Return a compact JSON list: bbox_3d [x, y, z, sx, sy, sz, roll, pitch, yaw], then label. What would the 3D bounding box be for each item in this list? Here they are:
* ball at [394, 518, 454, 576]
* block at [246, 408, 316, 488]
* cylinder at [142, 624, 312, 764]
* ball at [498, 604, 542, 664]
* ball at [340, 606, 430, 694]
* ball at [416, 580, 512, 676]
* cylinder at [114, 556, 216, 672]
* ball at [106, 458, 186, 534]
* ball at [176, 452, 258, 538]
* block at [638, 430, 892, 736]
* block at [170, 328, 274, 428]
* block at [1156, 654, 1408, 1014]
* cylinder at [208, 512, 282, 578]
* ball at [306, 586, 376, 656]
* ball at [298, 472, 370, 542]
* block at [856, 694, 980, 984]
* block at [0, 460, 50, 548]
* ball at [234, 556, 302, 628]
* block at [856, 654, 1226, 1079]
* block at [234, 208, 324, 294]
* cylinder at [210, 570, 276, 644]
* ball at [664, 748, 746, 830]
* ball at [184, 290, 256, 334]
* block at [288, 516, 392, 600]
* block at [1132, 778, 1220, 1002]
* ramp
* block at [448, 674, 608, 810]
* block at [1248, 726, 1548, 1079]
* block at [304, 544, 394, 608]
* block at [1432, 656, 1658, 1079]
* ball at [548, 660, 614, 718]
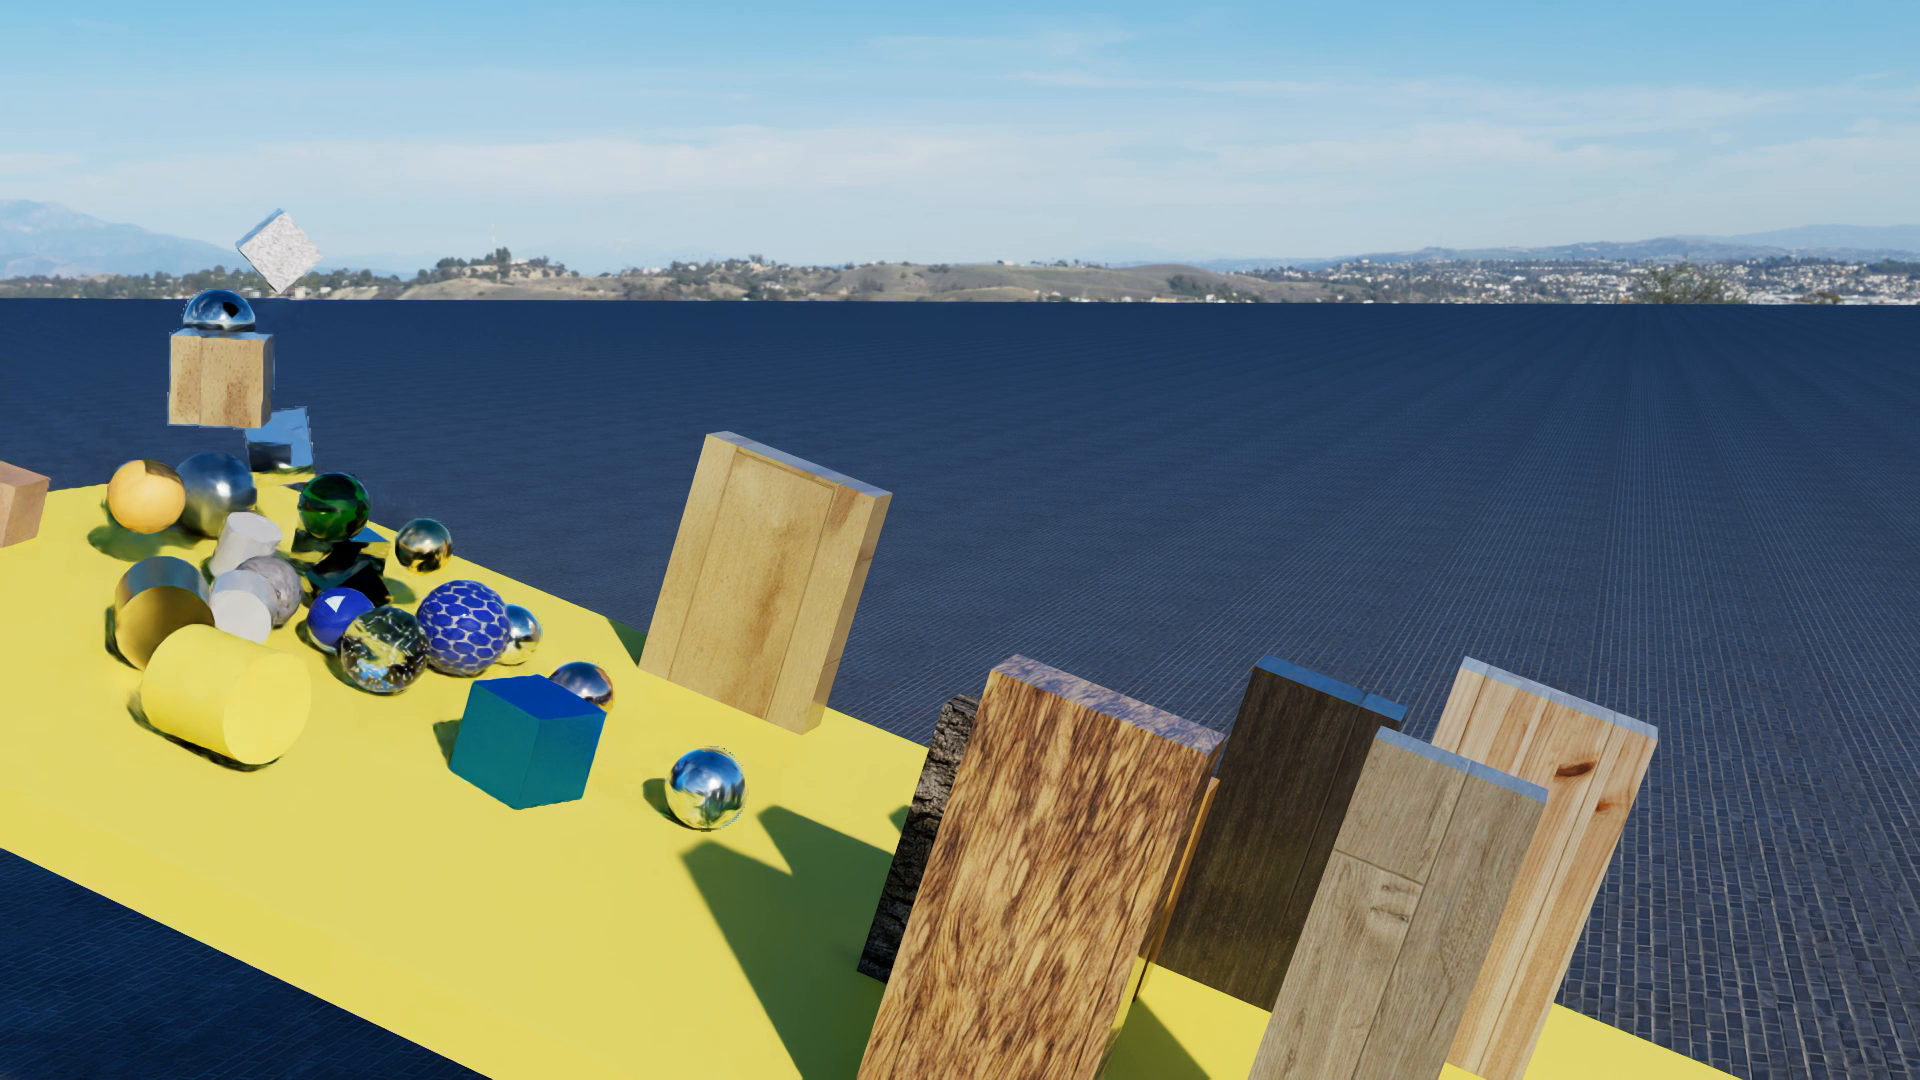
[{"bbox_3d":[-1.175,0.015,4.816,0.126,0.126,0.126,0,7,0],"label":"ball"},{"bbox_3d":[-1.498,-0.201,4.845,0.129,0.129,0.129,-9,-12,-16],"label":"block"},{"bbox_3d":[-1.282,0.269,3.848,0.201,0.201,0.201,15,13,27],"label":"cylinder"},{"bbox_3d":[-0.982,0.207,4.806,0.132,0.132,0.132,0,7,0],"label":"ball"},{"bbox_3d":[-1.148,0.220,4.397,0.175,0.175,0.175,0,7,0],"label":"ball"},{"bbox_3d":[-1.049,0.185,4.637,0.202,0.202,0.202,0,7,0],"label":"ball"},{"bbox_3d":[-1.519,0.143,4.198,0.178,0.178,0.178,-3,19,-21],"label":"cylinder"},{"bbox_3d":[-1.685,-0.091,4.555,0.155,0.155,0.155,0,7,0],"label":"ball"},{"bbox_3d":[-1.701,-0.103,5.007,0.195,0.195,0.195,0,7,0],"label":"ball"},{"bbox_3d":[-0.447,0.095,5.018,0.424,0.574,0.118,21,12,14],"label":"block"},{"bbox_3d":[-1.460,-0.321,4.353,0.171,0.171,0.171,3,9,-12],"label":"block"},{"bbox_3d":[0.617,0.574,4.269,0.289,0.629,0.145,21,12,14],"label":"block"},{"bbox_3d":[-1.514,0.022,4.660,0.118,0.118,0.118,25,20,-10],"label":"cylinder"},{"bbox_3d":[-1.273,0.167,4.534,0.142,0.142,0.142,0,7,0],"label":"ball"},{"bbox_3d":[-1.323,-0.070,4.651,0.149,0.149,0.149,0,7,0],"label":"ball"},{"bbox_3d":[0.069,0.568,3.786,0.347,0.507,0.104,21,12,14],"label":"block"},{"bbox_3d":[-2.010,-0.078,4.588,0.134,0.134,0.134,19,12,4],"label":"block"},{"bbox_3d":[-1.437,0.107,4.544,0.151,0.151,0.151,0,7,0],"label":"ball"},{"bbox_3d":[0.099,0.580,3.182,0.325,0.751,0.139,21,12,14],"label":"block"},{"bbox_3d":[-1.436,-0.610,4.639,0.122,0.122,0.122,-42,24,-10],"label":"block"},{"bbox_3d":[-1.444,0.144,4.398,0.138,0.138,0.138,-2,16,-12],"label":"cylinder"},{"bbox_3d":[-0.489,0.479,4.234,0.156,0.156,0.156,0,7,0],"label":"ball"},{"bbox_3d":[-1.592,-0.465,4.730,0.148,0.148,0.148,0,7,0],"label":"ball"},{"bbox_3d":[-1.389,0.046,4.904,0.147,0.147,0.147,27,15,37],"label":"block"},{"bbox_3d":[0.263,0.599,4.124,0.312,0.428,0.113,21,12,14],"label":"block"},{"bbox_3d":[-0.352,0.662,4.223,4.000,0.100,2.000,21,12,14],"label":"ramp"},{"bbox_3d":[-0.815,0.379,4.147,0.181,0.181,0.181,25,14,29],"label":"block"},{"bbox_3d":[0.617,0.697,3.305,0.258,0.793,0.092,21,12,14],"label":"block"},{"bbox_3d":[-1.315,0.101,4.729,0.113,0.113,0.113,-40,44,-22],"label":"block"},{"bbox_3d":[1.031,0.646,4.271,0.382,0.743,0.130,21,12,14],"label":"block"},{"bbox_3d":[-0.786,0.322,4.538,0.145,0.145,0.145,0,7,0],"label":"ball"}]
